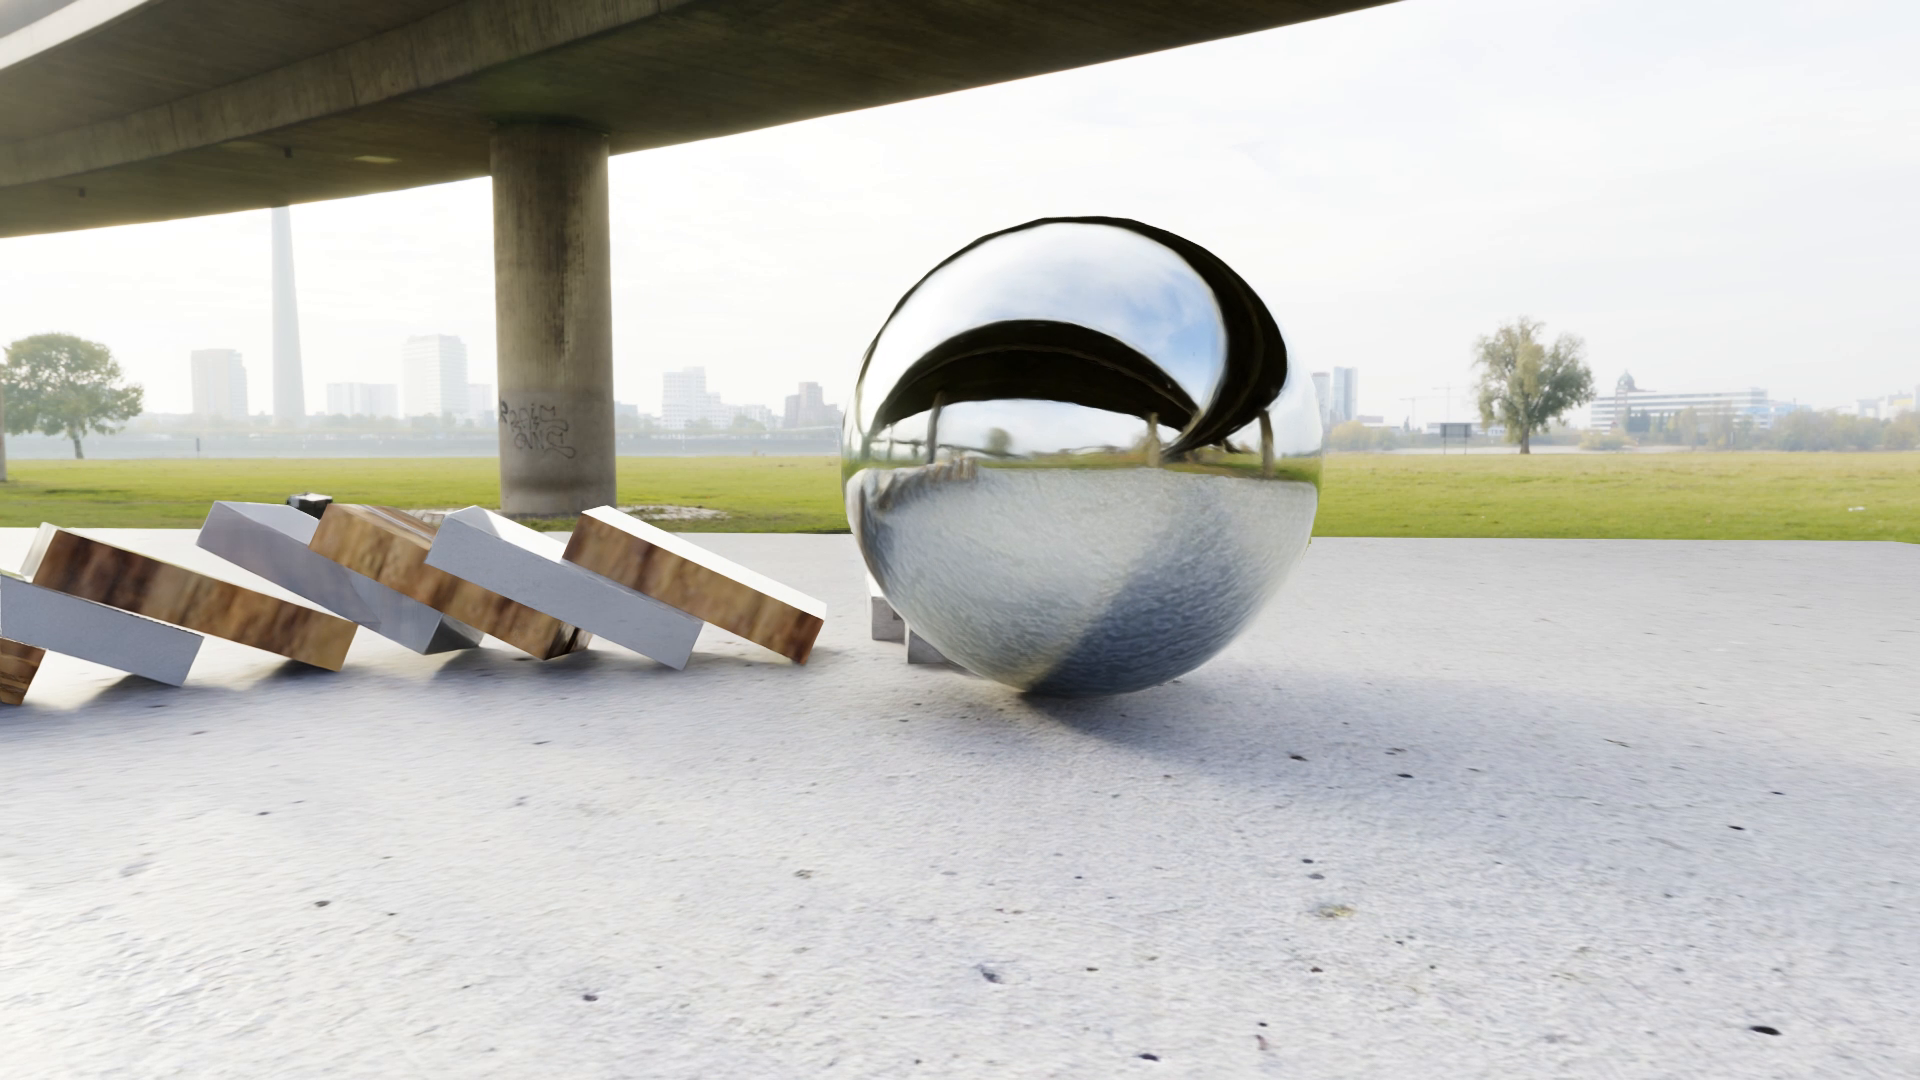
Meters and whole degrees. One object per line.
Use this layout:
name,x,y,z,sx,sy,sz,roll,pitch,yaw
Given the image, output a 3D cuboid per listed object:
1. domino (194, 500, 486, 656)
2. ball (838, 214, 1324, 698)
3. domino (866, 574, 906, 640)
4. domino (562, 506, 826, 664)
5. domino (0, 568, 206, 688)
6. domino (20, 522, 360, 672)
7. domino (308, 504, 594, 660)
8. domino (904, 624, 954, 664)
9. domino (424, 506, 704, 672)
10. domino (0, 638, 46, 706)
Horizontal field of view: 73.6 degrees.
domino,-0.122,0.007,0.258,0.050,0.010,0.025,25,1,3
ball,0.020,-0.014,0.216,0.080,0.080,0.080,0,4,0
domino,-0.009,0.015,0.304,0.025,0.010,0.050,0,4,-6
domino,-0.052,0.008,0.257,0.050,0.009,0.025,25,2,-6
domino,-0.160,0.011,0.218,0.025,0.010,0.050,5,-18,47
domino,-0.140,0.011,0.234,0.050,0.009,0.025,27,-14,-38
domino,-0.099,0.008,0.255,0.050,0.009,0.025,25,1,2
domino,0.000,0.005,0.266,0.025,0.010,0.050,-1,38,-6
domino,-0.074,0.009,0.248,0.050,0.009,0.025,25,1,-10
domino,-0.176,0.013,0.201,0.025,0.009,0.050,4,-19,44
